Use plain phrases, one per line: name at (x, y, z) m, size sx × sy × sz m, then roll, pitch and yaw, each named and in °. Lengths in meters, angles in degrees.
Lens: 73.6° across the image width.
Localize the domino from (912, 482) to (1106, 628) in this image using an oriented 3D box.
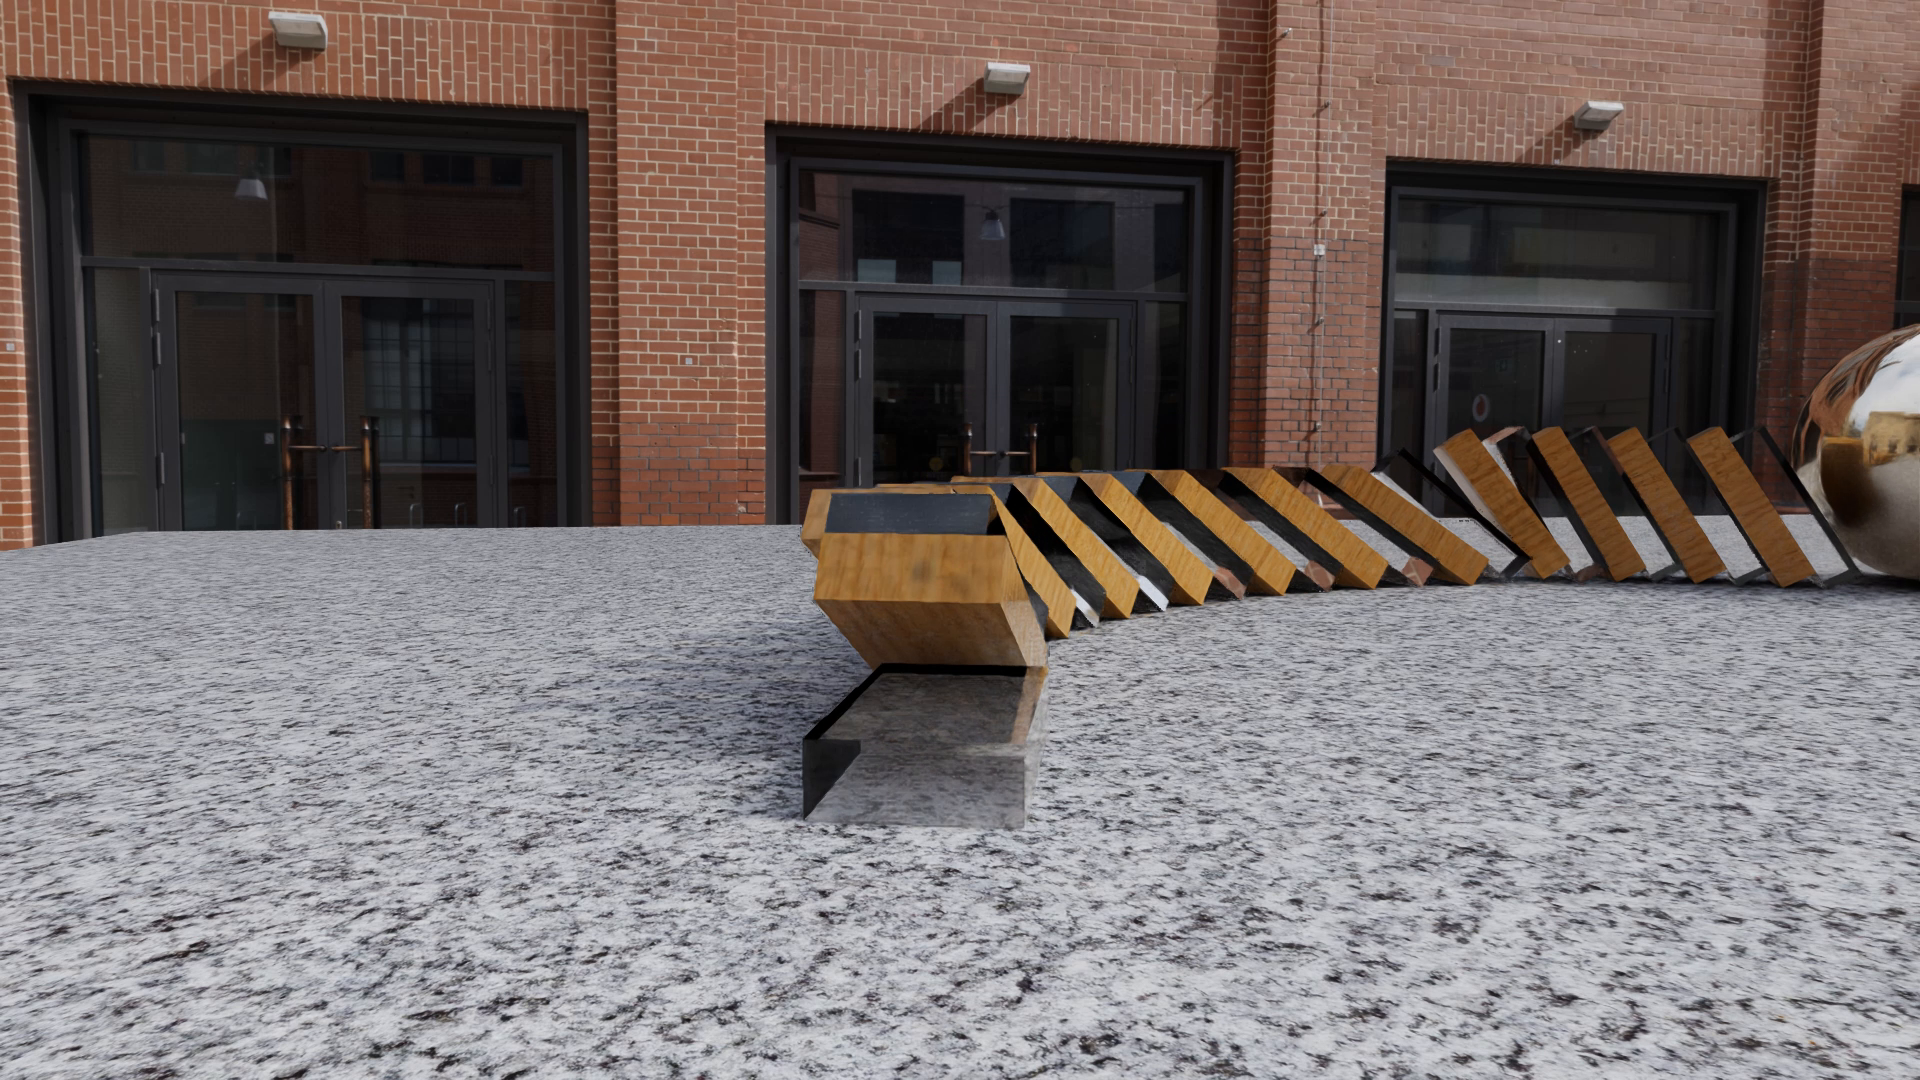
domino at (0.011, 0.004, 0.287) m, size 0.025 × 0.010 × 0.050 m, roll 3°, pitch -27°, yaw 34°

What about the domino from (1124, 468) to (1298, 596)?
domino at (0.068, -0.002, 0.359) m, size 0.050 × 0.010 × 0.025 m, roll 36°, pitch -15°, yaw -28°

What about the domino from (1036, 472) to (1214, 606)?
domino at (0.042, 0.000, 0.333) m, size 0.025 × 0.010 × 0.050 m, roll 5°, pitch -27°, yaw 48°

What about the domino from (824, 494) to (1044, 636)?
domino at (-0.003, 0.009, 0.212) m, size 0.025 × 0.009 × 0.050 m, roll 1°, pitch -28°, yaw 14°

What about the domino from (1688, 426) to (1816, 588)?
domino at (0.240, -0.011, 0.392) m, size 0.009 × 0.050 × 0.025 m, roll -32°, pitch -9°, yaw 23°

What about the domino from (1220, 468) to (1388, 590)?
domino at (0.099, -0.004, 0.378) m, size 0.050 × 0.009 × 0.025 m, roll 34°, pitch -9°, yaw -20°

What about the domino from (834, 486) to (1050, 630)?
domino at (-0.004, 0.006, 0.252) m, size 0.025 × 0.010 × 0.050 m, roll 2°, pitch -27°, yaw 28°

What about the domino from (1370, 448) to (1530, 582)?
domino at (0.153, -0.008, 0.401) m, size 0.050 × 0.010 × 0.025 m, roll 42°, pitch 8°, yaw 6°

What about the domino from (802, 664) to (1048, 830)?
domino at (-0.002, 0.025, 0.168) m, size 0.025 × 0.010 × 0.050 m, roll 1°, pitch 4°, yaw 7°

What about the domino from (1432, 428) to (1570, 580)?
domino at (0.170, -0.011, 0.404) m, size 0.009 × 0.050 × 0.025 m, roll -36°, pitch -6°, yaw 11°

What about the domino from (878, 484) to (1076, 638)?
domino at (0.004, 0.005, 0.269) m, size 0.025 × 0.010 × 0.050 m, roll 2°, pitch -27°, yaw 29°

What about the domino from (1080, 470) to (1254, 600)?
domino at (0.054, -0.001, 0.347) m, size 0.050 × 0.009 × 0.025 m, roll 37°, pitch -18°, yaw -33°

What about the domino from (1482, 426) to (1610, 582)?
domino at (0.184, -0.012, 0.405) m, size 0.009 × 0.050 × 0.025 m, roll -31°, pitch -2°, yaw 12°

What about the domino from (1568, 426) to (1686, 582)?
domino at (0.208, -0.012, 0.406) m, size 0.009 × 0.050 × 0.025 m, roll -31°, pitch -7°, yaw 19°

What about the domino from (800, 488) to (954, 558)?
domino at (-0.007, 0.007, 0.231) m, size 0.025 × 0.010 × 0.050 m, roll 0°, pitch -28°, yaw 20°

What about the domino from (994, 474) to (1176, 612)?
domino at (0.030, 0.001, 0.318) m, size 0.025 × 0.009 × 0.050 m, roll 4°, pitch -27°, yaw 42°

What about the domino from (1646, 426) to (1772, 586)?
domino at (0.230, -0.011, 0.397) m, size 0.009 × 0.050 × 0.025 m, roll -32°, pitch -9°, yaw 23°

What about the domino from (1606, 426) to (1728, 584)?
domino at (0.220, -0.012, 0.403) m, size 0.010 × 0.050 × 0.025 m, roll -32°, pitch -9°, yaw 23°

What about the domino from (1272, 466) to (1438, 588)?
domino at (0.117, -0.004, 0.388) m, size 0.050 × 0.010 × 0.025 m, roll 34°, pitch -3°, yaw -12°

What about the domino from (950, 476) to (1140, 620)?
domino at (0.020, 0.002, 0.303) m, size 0.025 × 0.010 × 0.050 m, roll 3°, pitch -27°, yaw 39°

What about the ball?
ball at (0.300, -0.027, 0.390) m, size 0.080 × 0.080 × 0.080 m, roll 0°, pitch 4°, yaw 0°

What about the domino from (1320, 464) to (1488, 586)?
domino at (0.134, -0.005, 0.393) m, size 0.050 × 0.010 × 0.025 m, roll 34°, pitch 0°, yaw -7°

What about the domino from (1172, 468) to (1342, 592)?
domino at (0.084, -0.003, 0.369) m, size 0.050 × 0.010 × 0.025 m, roll 35°, pitch -11°, yaw -24°

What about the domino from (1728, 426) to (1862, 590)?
domino at (0.250, -0.010, 0.386) m, size 0.010 × 0.050 × 0.025 m, roll -32°, pitch -9°, yaw 23°

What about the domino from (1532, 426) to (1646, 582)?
domino at (0.196, -0.012, 0.406) m, size 0.009 × 0.050 × 0.025 m, roll -31°, pitch -5°, yaw 15°

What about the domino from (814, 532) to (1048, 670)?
domino at (-0.002, 0.013, 0.192) m, size 0.025 × 0.010 × 0.050 m, roll 1°, pitch -22°, yaw 11°
